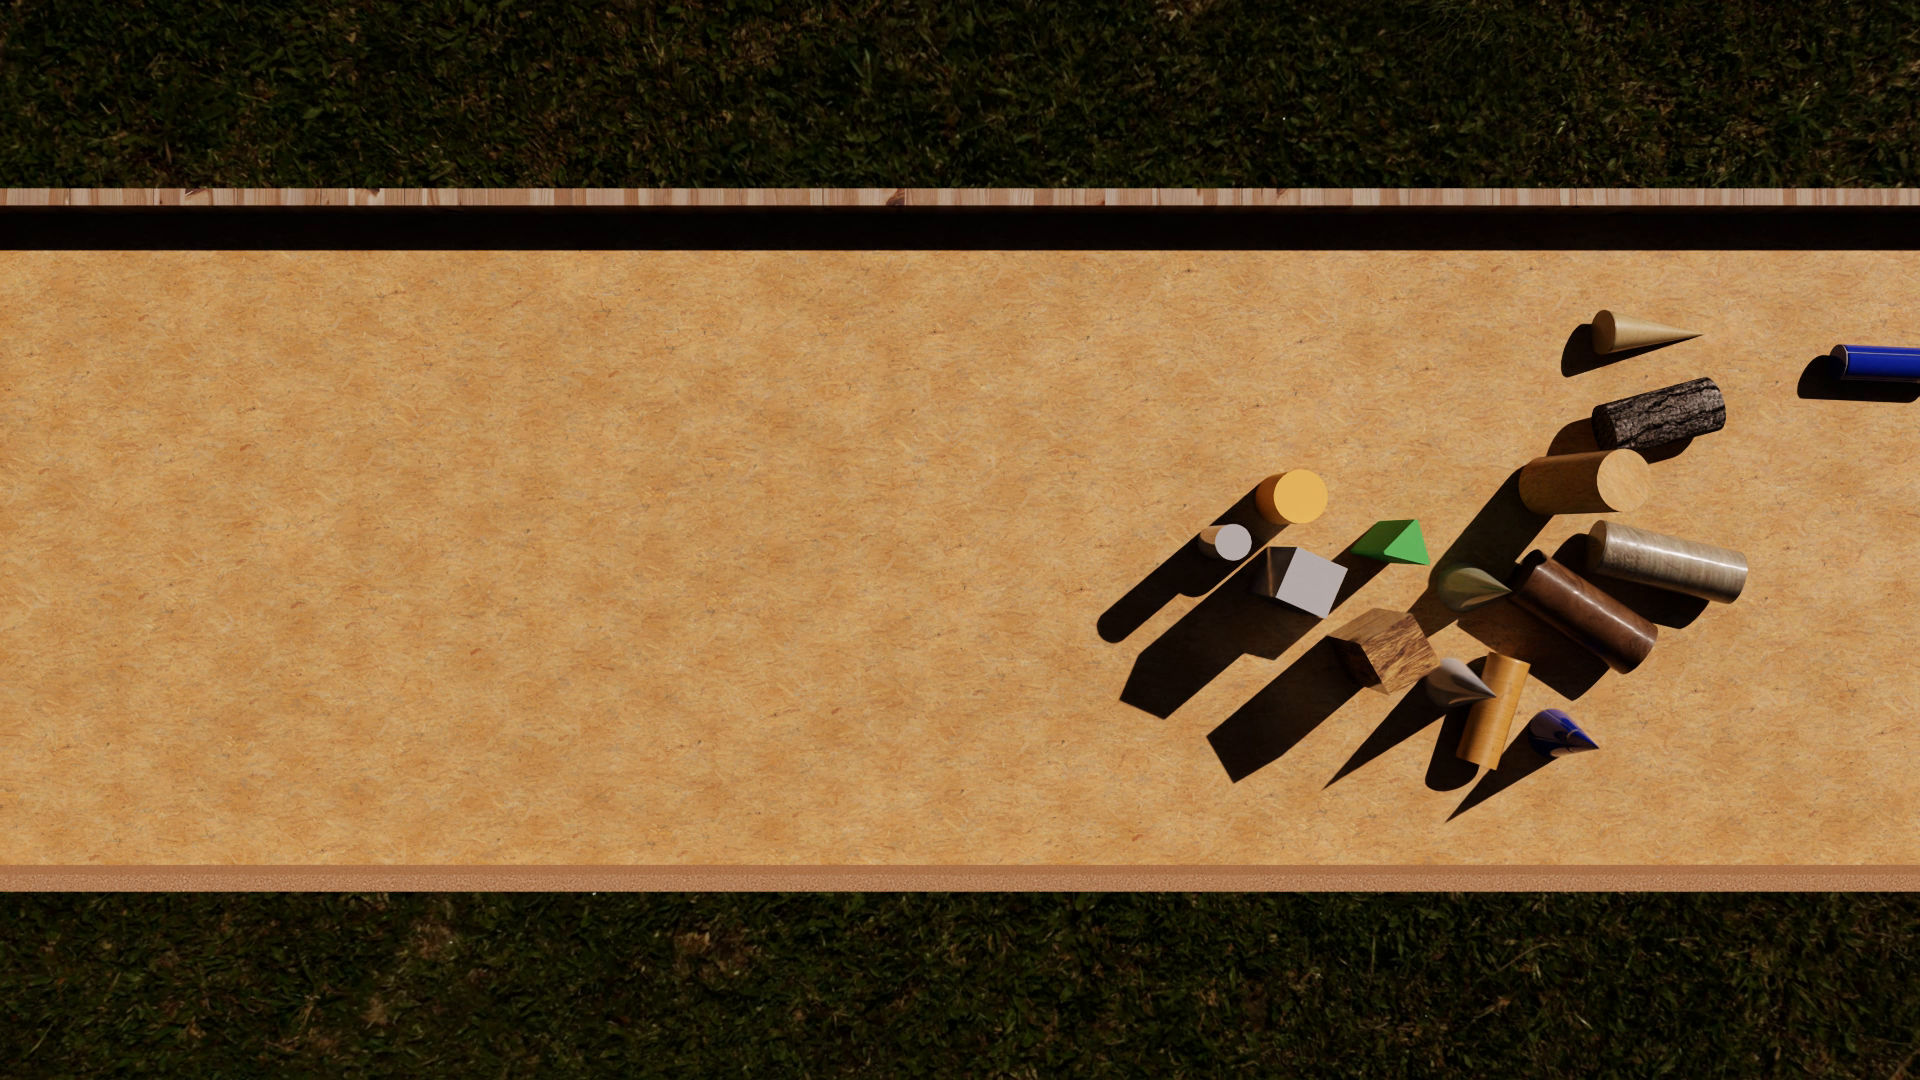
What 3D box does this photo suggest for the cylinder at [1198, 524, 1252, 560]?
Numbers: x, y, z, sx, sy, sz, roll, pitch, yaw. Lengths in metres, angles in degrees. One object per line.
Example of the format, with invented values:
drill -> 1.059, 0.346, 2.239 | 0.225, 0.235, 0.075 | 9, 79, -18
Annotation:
cylinder -> 0.782, 0.006, 4.899 | 0.104, 0.355, 0.104 | 0, 90, 0

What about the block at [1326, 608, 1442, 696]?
block -> 1.244, 0.324, 4.864 | 0.170, 0.425, 0.170 | -30, 90, 0

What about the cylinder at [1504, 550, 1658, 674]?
cylinder -> 1.873, 0.217, 4.987 | 0.420, 0.179, 0.179 | 33, 90, 0

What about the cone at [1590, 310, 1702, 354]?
cone -> 2.125, -0.632, 5.043 | 0.352, 0.135, 0.135 | 0, 90, -11

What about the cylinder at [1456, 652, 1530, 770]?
cylinder -> 1.619, 0.518, 5.013 | 0.127, 0.127, 0.335 | 18, 90, 0

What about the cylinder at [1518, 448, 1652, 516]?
cylinder -> 1.839, -0.168, 4.870 | 0.180, 0.380, 0.180 | 0, 89, -15

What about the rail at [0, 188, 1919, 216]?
rail -> -2.247, -1.025, 5.002 | 12.000, 0.150, 0.050 | 0, 90, 0

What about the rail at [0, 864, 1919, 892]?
rail -> -2.247, 1.025, 5.001 | 12.000, 0.150, 0.050 | 0, 90, 0

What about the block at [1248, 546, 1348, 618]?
block -> 0.986, 0.121, 4.850 | 0.154, 0.454, 0.154 | 23, 90, 0

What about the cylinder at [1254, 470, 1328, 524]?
cylinder -> 0.986, -0.126, 4.923 | 0.156, 0.307, 0.156 | 0, 90, 0

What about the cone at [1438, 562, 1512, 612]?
cone -> 1.547, 0.144, 4.848 | 0.157, 0.457, 0.157 | 0, 90, 0

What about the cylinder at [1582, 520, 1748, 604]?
cylinder -> 2.132, 0.067, 4.995 | 0.431, 0.164, 0.164 | 13, 90, 0

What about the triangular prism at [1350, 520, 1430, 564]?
triangular prism -> 1.278, -0.003, 4.871 | 0.133, 0.410, 0.115 | 14, 90, 0

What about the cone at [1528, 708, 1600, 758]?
cone -> 1.822, 0.594, 4.885 | 0.152, 0.384, 0.152 | 0, 90, 0

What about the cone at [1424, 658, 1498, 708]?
cone -> 1.507, 0.441, 4.849 | 0.154, 0.455, 0.154 | 0, 90, 0

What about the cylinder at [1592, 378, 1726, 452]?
cylinder -> 2.113, -0.369, 4.992 | 0.335, 0.168, 0.168 | -15, 90, 0

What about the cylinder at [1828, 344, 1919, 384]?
cylinder -> 2.833, -0.535, 5.022 | 0.324, 0.109, 0.109 | 2, 90, 0
